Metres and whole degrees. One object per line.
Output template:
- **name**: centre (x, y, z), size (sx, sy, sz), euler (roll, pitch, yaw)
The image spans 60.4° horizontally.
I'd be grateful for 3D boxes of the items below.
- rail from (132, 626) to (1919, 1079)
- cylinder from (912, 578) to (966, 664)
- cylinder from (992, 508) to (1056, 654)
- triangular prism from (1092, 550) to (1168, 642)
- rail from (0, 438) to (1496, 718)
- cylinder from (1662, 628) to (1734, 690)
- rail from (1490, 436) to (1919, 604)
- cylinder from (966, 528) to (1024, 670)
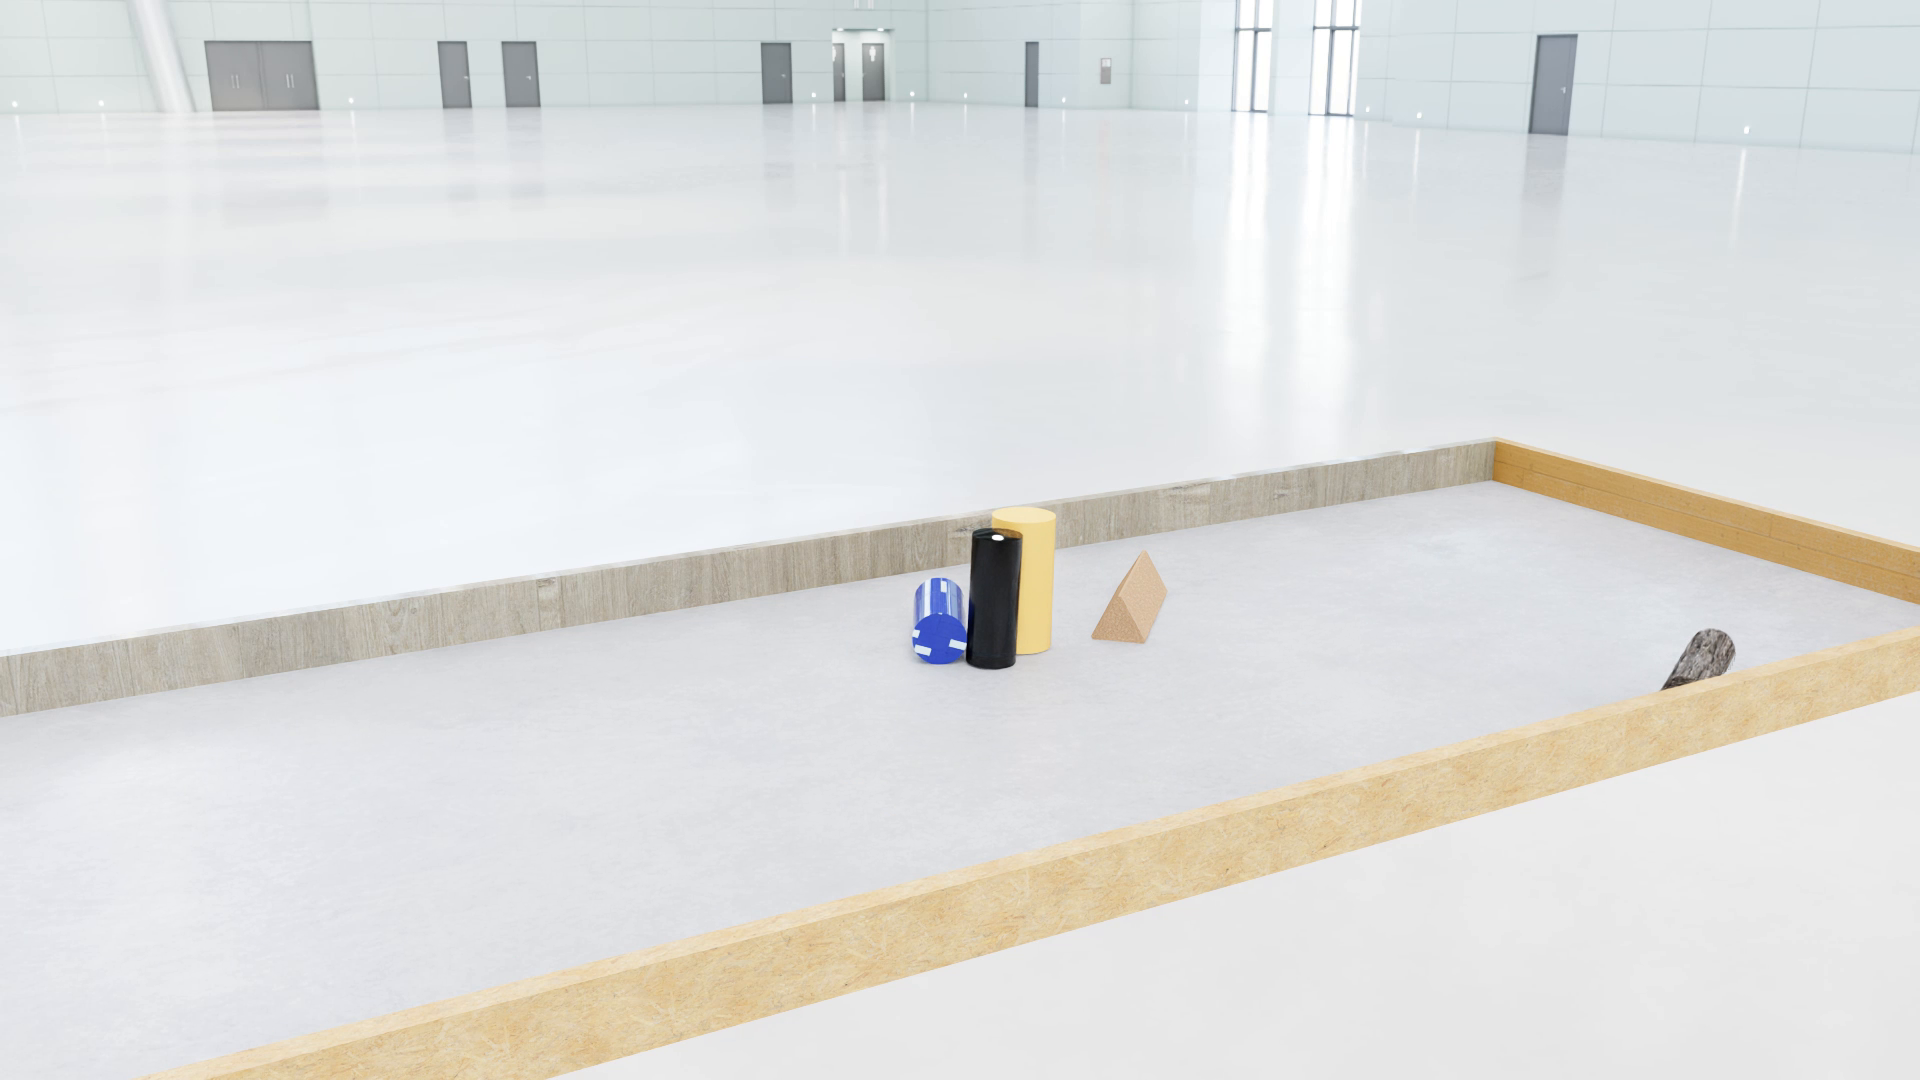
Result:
- **rail**: centre (-2.336, 1.006, 1.665), size (12.000, 0.150, 0.050), euler (-9, 18, -27)
- **cylinder**: centre (-0.055, 0.212, 4.383), size (0.141, 0.141, 0.301), euler (0, 16, -1)
- **cylinder**: centre (0.163, 0.106, 4.357), size (0.167, 0.355, 0.167), euler (1, 15, 0)
- **triangular prism**: centre (0.481, 0.149, 4.616), size (0.144, 0.125, 0.444), euler (5, 17, 14)
- **rail**: centre (-3.305, 0.497, 3.399), size (12.000, 0.150, 0.050), euler (-9, 18, -27)
- **cylinder**: centre (1.818, 0.325, 4.057), size (0.107, 0.107, 0.399), euler (10, 19, 31)
- **rail**: centre (2.466, -0.048, 5.253), size (0.050, 0.150, 2.100), euler (-9, 18, -27)
- **cylinder**: centre (0.088, 0.149, 4.236), size (0.131, 0.339, 0.131), euler (3, 16, -1)
